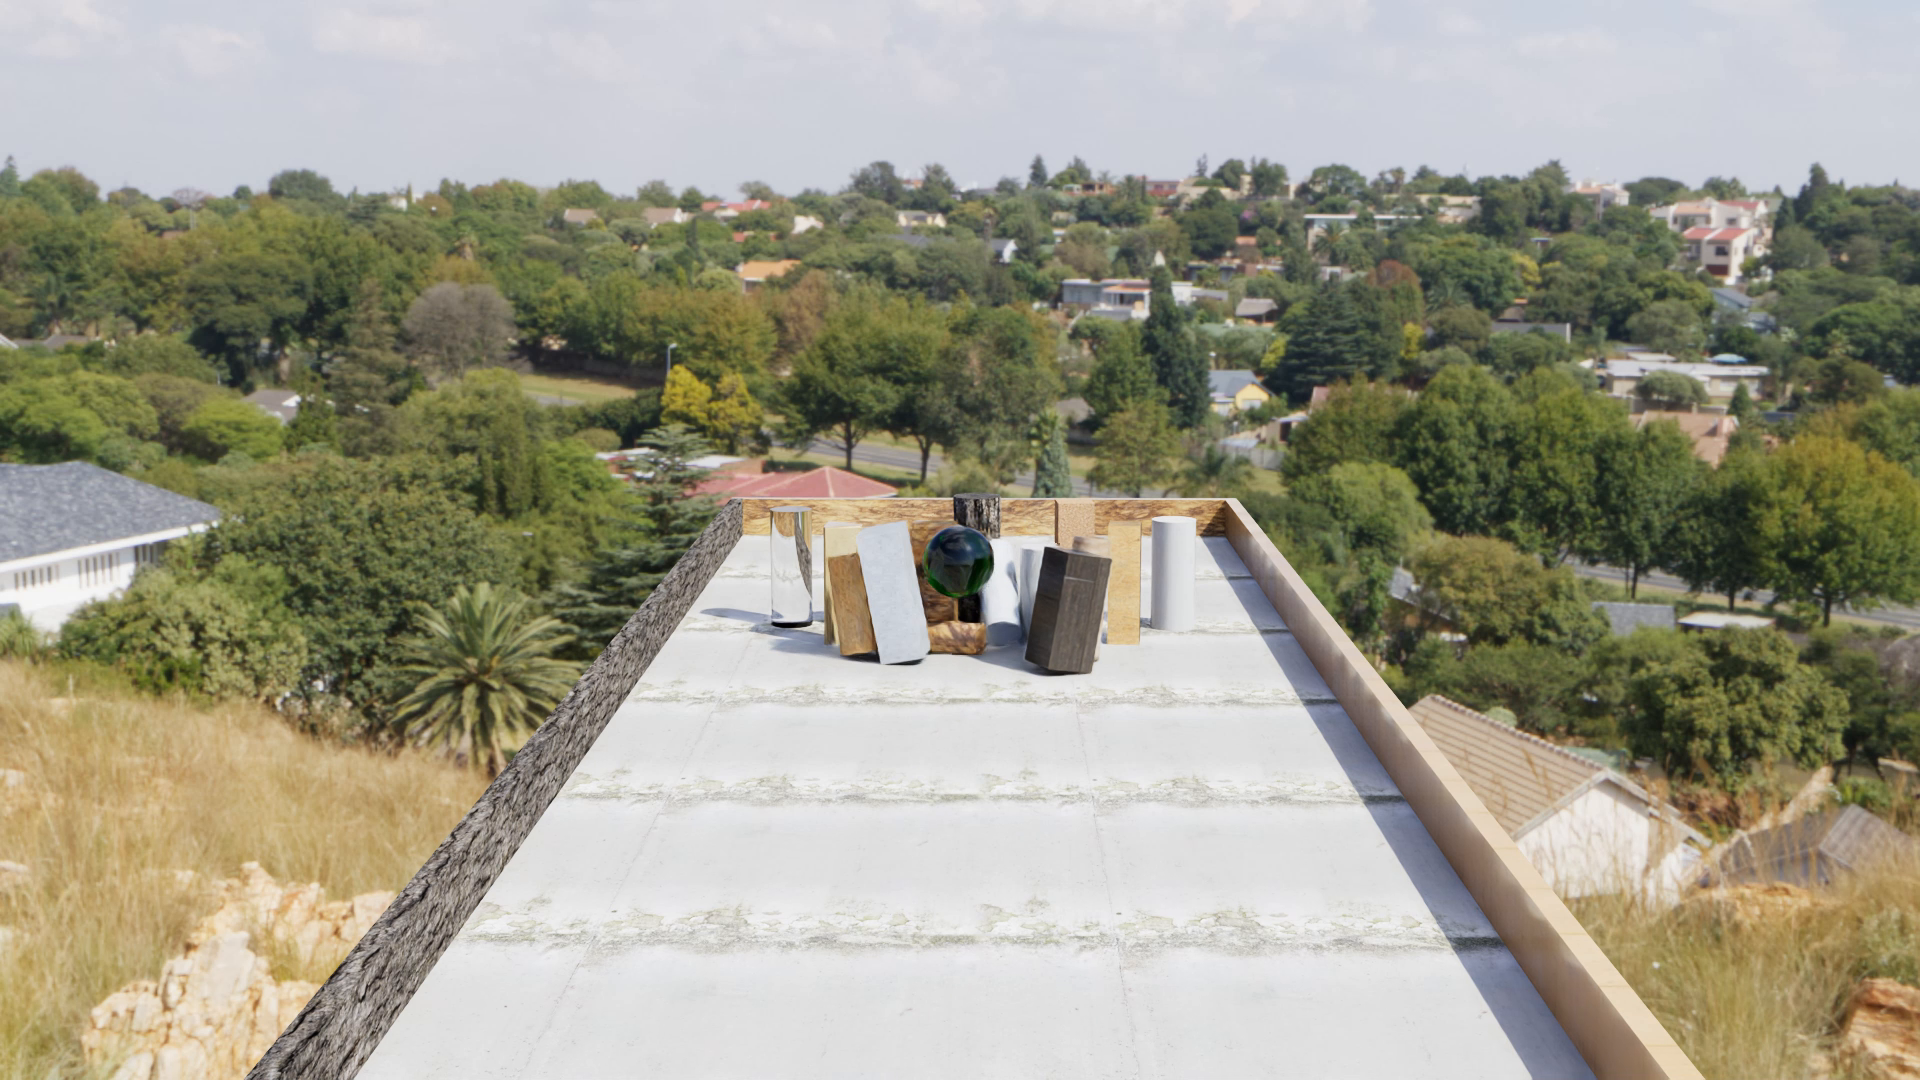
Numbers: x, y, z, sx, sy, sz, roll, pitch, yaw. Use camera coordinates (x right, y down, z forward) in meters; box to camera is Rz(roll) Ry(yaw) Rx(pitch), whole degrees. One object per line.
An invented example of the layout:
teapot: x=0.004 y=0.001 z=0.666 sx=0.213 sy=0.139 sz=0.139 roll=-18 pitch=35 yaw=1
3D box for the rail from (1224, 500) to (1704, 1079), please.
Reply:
rail: x=1.046 y=0.843 z=3.208 sx=0.050 sy=0.150 sz=12.000 roll=0 pitch=9 yaw=1

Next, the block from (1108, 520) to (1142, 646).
block: x=0.519 y=0.135 z=6.946 sx=0.100 sy=0.379 sz=0.100 roll=1 pitch=9 yaw=7

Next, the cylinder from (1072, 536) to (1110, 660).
cylinder: x=0.384 y=0.175 z=6.690 sx=0.115 sy=0.367 sz=0.115 roll=6 pitch=2 yaw=0

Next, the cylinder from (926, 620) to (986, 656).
cylinder: x=-0.100 y=0.296 z=6.821 sx=0.353 sy=0.100 sz=0.100 roll=3 pitch=10 yaw=20

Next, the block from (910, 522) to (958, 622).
block: x=-0.083 y=0.132 z=6.946 sx=0.133 sy=0.374 sz=0.133 roll=1 pitch=4 yaw=9

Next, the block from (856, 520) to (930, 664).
block: x=-0.201 y=0.159 z=6.649 sx=0.133 sy=0.401 sz=0.133 roll=-9 pitch=10 yaw=10

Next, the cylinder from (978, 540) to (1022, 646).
cylinder: x=0.122 y=0.166 z=6.966 sx=0.125 sy=0.125 sz=0.335 roll=-1 pitch=49 yaw=-4

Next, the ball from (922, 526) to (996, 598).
ball: x=-0.004 y=0.067 z=6.755 sx=0.224 sy=0.224 sz=0.224 roll=0 pitch=9 yaw=0

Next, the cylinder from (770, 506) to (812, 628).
cylinder: x=-0.554 y=0.088 z=7.226 sx=0.137 sy=0.384 sz=0.137 roll=0 pitch=9 yaw=0

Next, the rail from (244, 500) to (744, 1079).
rail: x=-1.004 y=0.839 z=3.234 sx=0.050 sy=0.150 sz=12.000 roll=0 pitch=9 yaw=1

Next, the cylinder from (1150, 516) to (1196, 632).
cylinder: x=0.696 y=0.109 z=7.186 sx=0.145 sy=0.356 sz=0.145 roll=0 pitch=9 yaw=0

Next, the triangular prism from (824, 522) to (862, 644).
triangular prism: x=-0.389 y=0.133 z=6.971 sx=0.131 sy=0.375 sz=0.114 roll=-4 pitch=10 yaw=-25

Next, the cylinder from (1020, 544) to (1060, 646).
cylinder: x=0.251 y=0.173 z=6.938 sx=0.124 sy=0.306 sz=0.124 roll=0 pitch=9 yaw=0

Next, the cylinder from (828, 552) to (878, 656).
cylinder: x=-0.318 y=0.196 z=6.734 sx=0.135 sy=0.301 sz=0.135 roll=-9 pitch=-3 yaw=0

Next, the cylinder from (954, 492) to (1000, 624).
cylinder: x=0.056 y=0.069 z=7.196 sx=0.156 sy=0.431 sz=0.156 roll=0 pitch=9 yaw=0

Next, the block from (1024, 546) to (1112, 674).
block: x=0.321 y=0.207 z=6.531 sx=0.148 sy=0.346 sz=0.148 roll=8 pitch=5 yaw=-27

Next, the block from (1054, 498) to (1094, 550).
block: x=0.371 y=0.081 z=7.156 sx=0.117 sy=0.420 sz=0.117 roll=-1 pitch=9 yaw=-4

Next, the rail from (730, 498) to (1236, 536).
rail: x=0.099 y=-0.098 z=9.147 sx=2.100 sy=0.150 sz=0.050 roll=0 pitch=9 yaw=1

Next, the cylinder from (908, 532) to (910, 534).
cylinder: x=-0.251 y=0.130 z=7.201 sx=0.174 sy=0.310 sz=0.174 roll=0 pitch=9 yaw=0
